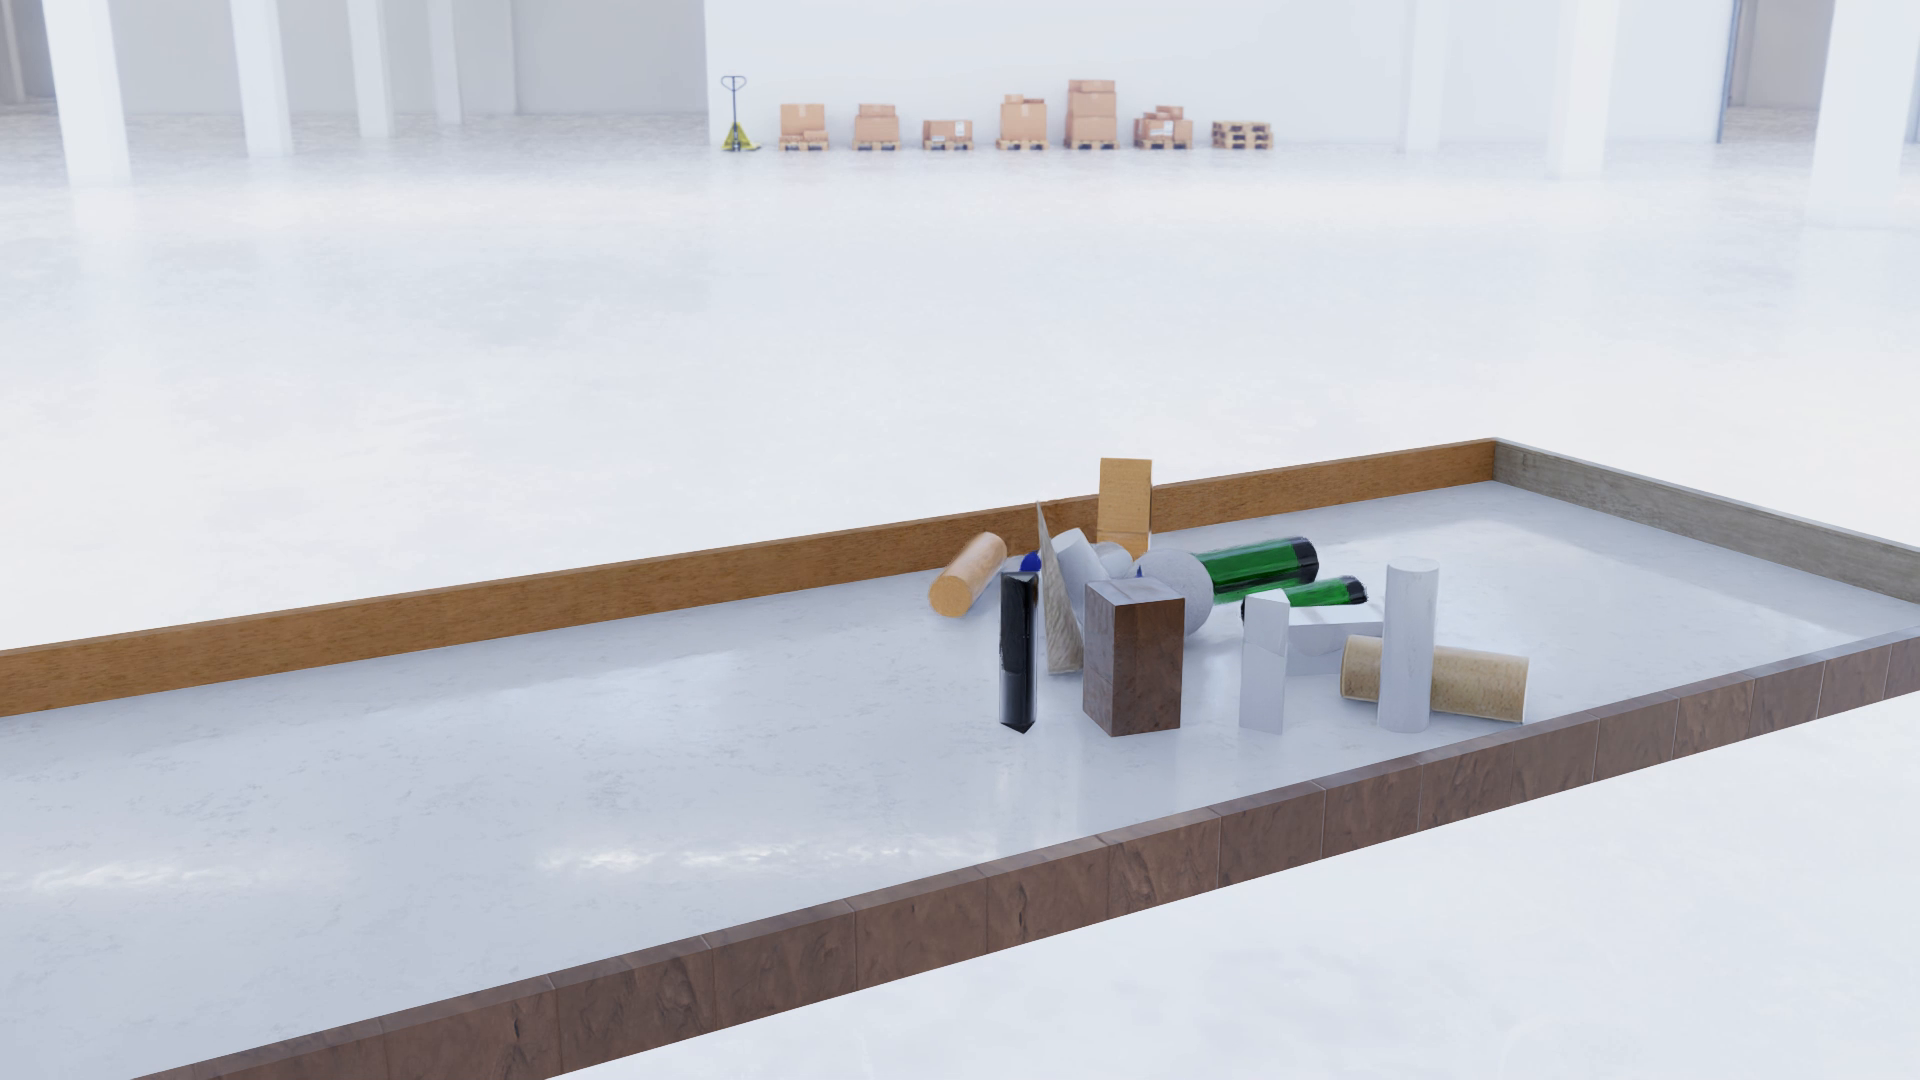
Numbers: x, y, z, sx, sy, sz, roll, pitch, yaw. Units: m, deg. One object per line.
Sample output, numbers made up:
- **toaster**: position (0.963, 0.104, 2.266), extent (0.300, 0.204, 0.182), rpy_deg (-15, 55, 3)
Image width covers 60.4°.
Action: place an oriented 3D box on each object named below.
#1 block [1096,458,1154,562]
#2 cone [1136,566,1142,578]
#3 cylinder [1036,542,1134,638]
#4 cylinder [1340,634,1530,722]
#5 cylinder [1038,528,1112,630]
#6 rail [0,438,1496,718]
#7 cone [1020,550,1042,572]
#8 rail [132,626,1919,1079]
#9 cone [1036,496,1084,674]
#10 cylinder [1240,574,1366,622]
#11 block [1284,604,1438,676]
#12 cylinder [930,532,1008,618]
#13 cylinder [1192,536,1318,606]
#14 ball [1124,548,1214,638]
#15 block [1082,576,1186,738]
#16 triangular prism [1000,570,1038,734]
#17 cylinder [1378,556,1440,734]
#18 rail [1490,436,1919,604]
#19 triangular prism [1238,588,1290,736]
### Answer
- **block**: position (0.486, -0.058, 4.862), extent (0.149, 0.365, 0.149), rpy_deg (3, 4, 9)
- **cone**: position (0.443, 0.205, 4.107), extent (0.152, 0.310, 0.152), rpy_deg (0, 16, 0)
- **cylinder**: position (0.317, 0.133, 4.604), extent (0.169, 0.169, 0.410), rpy_deg (11, 20, 33)
- **cylinder**: position (1.139, 0.330, 3.958), extent (0.421, 0.156, 0.156), rpy_deg (7, 18, 22)
- **cylinder**: position (0.337, 0.133, 4.312), extent (0.132, 0.308, 0.132), rpy_deg (-30, 16, 9)
- **rail**: position (-3.305, 0.497, 3.399), extent (12.000, 0.150, 0.050), rpy_deg (-9, 18, -27)
- **cone**: position (0.333, 0.084, 4.948), extent (0.139, 0.139, 0.400), rpy_deg (9, 9, 29)
- **rail**: position (-2.336, 1.006, 1.665), extent (12.000, 0.150, 0.050), rpy_deg (-9, 18, -27)
- **cone**: position (0.235, 0.106, 4.174), extent (0.108, 0.450, 0.108), rpy_deg (-11, 4, 1)
- **cylinder**: position (0.946, 0.180, 4.533), extent (0.348, 0.117, 0.117), rpy_deg (-10, 19, -29)
- **block**: position (0.989, 0.255, 4.246), extent (0.433, 0.136, 0.136), rpy_deg (-2, 17, -7)
- **cylinder**: position (0.029, 0.097, 4.809), extent (0.121, 0.121, 0.456), rpy_deg (4, 17, 14)
- **cylinder**: position (0.827, 0.092, 4.765), extent (0.410, 0.155, 0.155), rpy_deg (-9, 19, -29)
- **ball**: position (0.555, 0.146, 4.416), extent (0.248, 0.248, 0.248), rpy_deg (0, 16, 0)
- **block**: position (0.404, 0.271, 3.865), extent (0.174, 0.321, 0.174), rpy_deg (-5, 17, -18)
- **triangular prism**: position (0.150, 0.256, 3.829), extent (0.076, 0.370, 0.088), rpy_deg (-13, 21, -38)
- **cylinder**: position (1.037, 0.242, 3.817), extent (0.117, 0.398, 0.117), rpy_deg (-1, 18, 0)
- **rail**: position (2.466, -0.048, 5.253), extent (0.050, 0.150, 2.100), rpy_deg (-9, 18, -27)
- **triangular prism**: position (0.722, 0.278, 3.836), extent (0.105, 0.322, 0.091), rpy_deg (10, 19, 29)
